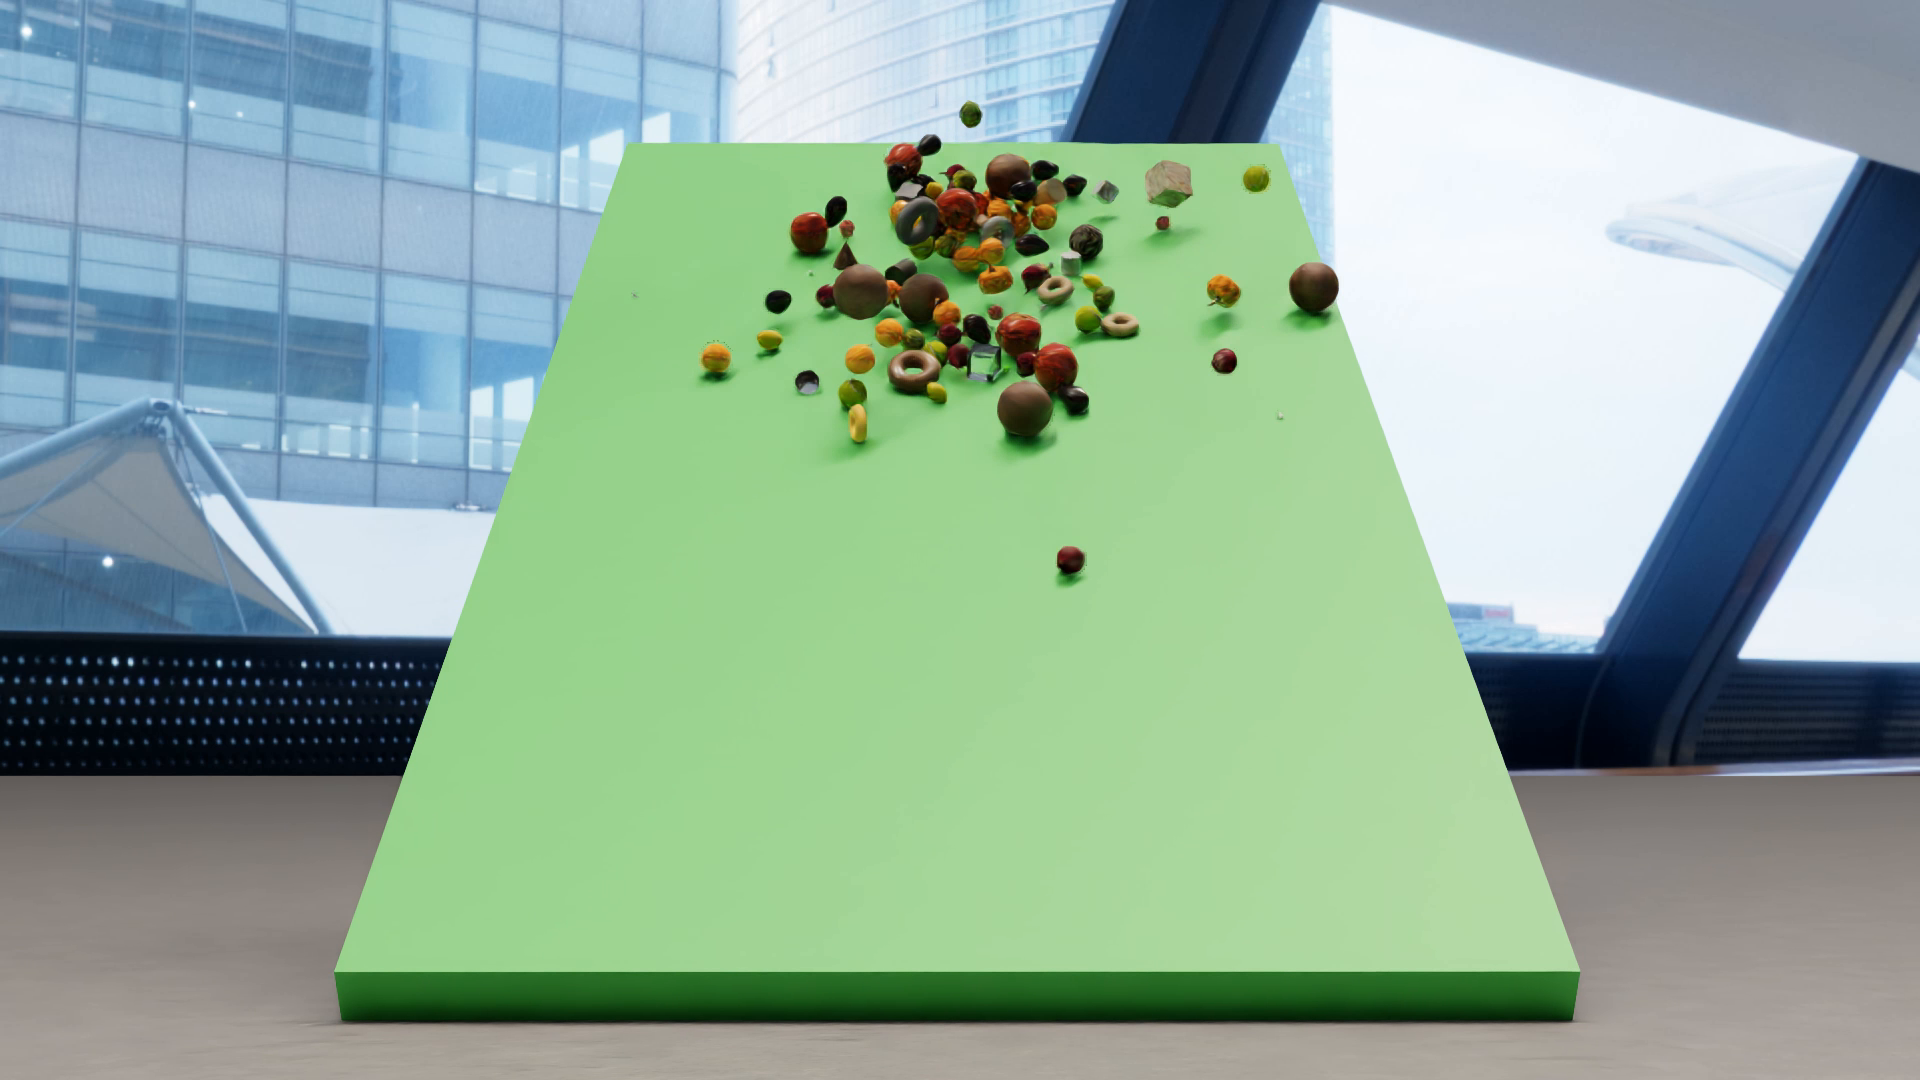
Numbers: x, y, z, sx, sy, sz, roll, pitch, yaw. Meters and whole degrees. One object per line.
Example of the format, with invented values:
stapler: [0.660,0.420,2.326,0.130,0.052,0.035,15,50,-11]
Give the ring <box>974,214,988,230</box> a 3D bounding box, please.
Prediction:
ring: [0.080,-0.854,6.588,0.036,0.109,0.109,-43,-10,3]

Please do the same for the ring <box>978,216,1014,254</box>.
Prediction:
ring: [0.101,-0.828,6.509,0.109,0.109,0.036,4,27,-35]

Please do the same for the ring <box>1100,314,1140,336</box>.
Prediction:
ring: [0.407,-0.547,6.087,0.099,0.033,0.099,-1,31,1]

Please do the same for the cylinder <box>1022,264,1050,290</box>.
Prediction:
cylinder: [0.201,-0.697,6.333,0.055,0.055,0.055,-25,7,-27]

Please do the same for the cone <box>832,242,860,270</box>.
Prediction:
cone: [-0.308,-0.774,6.459,0.072,0.072,0.072,0,29,0]

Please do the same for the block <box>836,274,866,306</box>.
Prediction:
block: [-0.285,-0.651,6.249,0.058,0.058,0.058,-18,33,-30]

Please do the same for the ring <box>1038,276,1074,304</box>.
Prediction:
ring: [0.250,-0.653,6.259,0.098,0.098,0.033,-2,-45,17]

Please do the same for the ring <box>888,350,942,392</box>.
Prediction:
ring: [-0.111,-0.409,5.791,0.131,0.131,0.044,0,-43,1]

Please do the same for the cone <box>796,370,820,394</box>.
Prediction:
cone: [-0.368,-0.381,5.785,0.058,0.058,0.058,0,2,-3]

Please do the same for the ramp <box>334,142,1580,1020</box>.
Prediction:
ramp: [-0.012,-0.220,5.623,2.000,0.100,4.000,0,29,0]

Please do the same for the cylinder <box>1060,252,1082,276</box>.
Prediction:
cylinder: [0.298,-0.740,6.421,0.053,0.053,0.053,0,29,0]

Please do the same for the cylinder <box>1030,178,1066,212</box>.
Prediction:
cylinder: [0.246,-0.963,6.678,0.072,0.072,0.072,5,-19,-40]

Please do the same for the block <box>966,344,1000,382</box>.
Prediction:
block: [0.058,-0.431,5.833,0.067,0.067,0.067,9,34,16]

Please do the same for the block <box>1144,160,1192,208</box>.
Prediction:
block: [0.581,-0.992,6.670,0.091,0.091,0.091,8,-22,-31]

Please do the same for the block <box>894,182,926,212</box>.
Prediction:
block: [-0.141,-0.971,6.816,0.062,0.062,0.062,13,-41,23]

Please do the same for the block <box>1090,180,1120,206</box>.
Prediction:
block: [0.412,-0.986,6.791,0.051,0.051,0.051,35,-6,-19]

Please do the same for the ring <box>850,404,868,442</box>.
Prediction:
ring: [-0.234,-0.268,5.513,0.029,0.088,0.088,-4,-4,-15]

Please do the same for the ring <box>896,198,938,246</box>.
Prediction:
ring: [-0.108,-0.807,6.066,0.044,0.133,0.133,37,16,32]

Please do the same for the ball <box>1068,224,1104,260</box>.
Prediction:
ball: [0.343,-0.810,6.506,0.095,0.095,0.095,0,-5,0]
